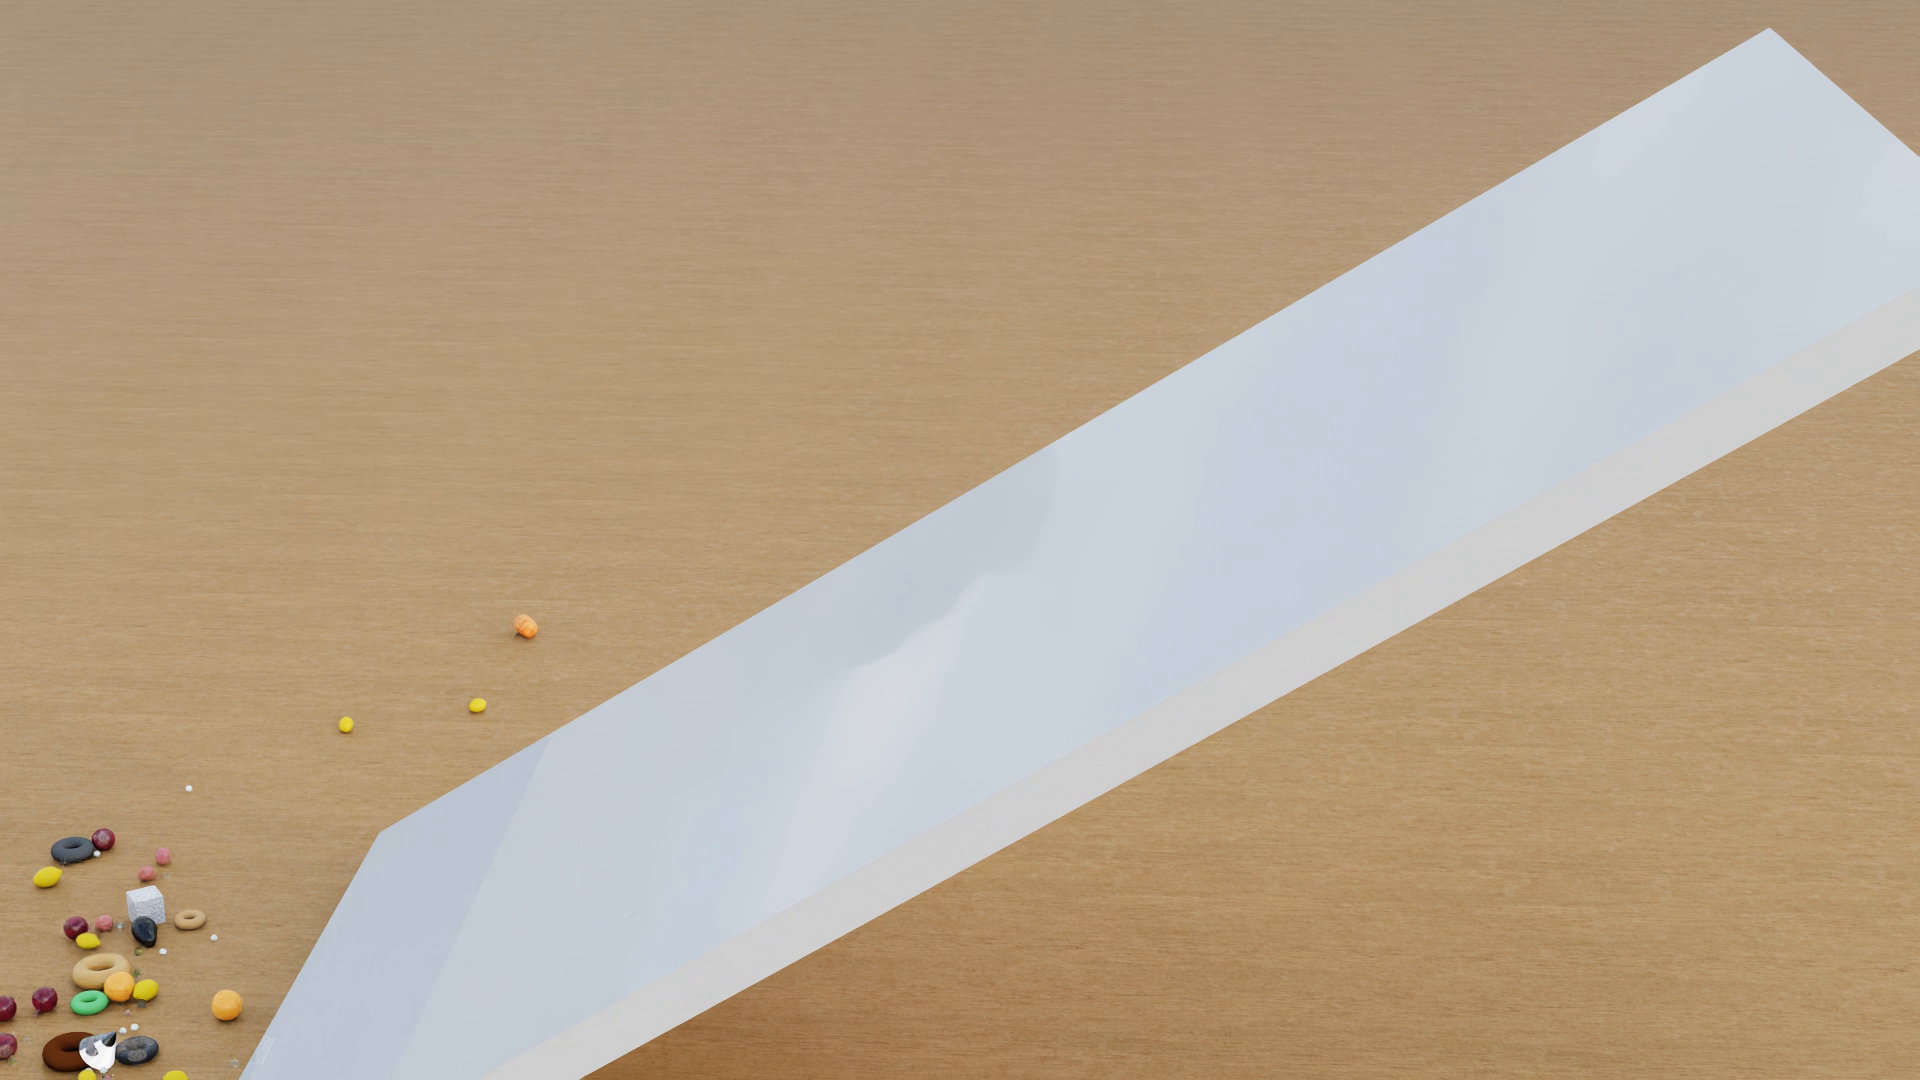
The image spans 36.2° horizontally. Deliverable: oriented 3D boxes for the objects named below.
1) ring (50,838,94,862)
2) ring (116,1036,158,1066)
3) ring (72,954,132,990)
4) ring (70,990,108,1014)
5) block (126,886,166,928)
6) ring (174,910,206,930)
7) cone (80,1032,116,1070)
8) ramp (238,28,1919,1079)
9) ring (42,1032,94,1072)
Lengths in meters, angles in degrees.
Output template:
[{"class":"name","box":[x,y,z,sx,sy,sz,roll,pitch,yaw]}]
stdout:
[{"class":"ring","box":[-2.332,0.814,7.729,0.110,0.037,0.110,1,20,0]},{"class":"ring","box":[-1.887,1.170,6.740,0.100,0.033,0.100,-1,21,0]},{"class":"ring","box":[-2.066,1.040,7.082,0.142,0.047,0.142,1,18,0]},{"class":"ring","box":[-2.059,1.094,6.957,0.087,0.029,0.087,0,21,0]},{"class":"block","box":[-2.042,0.920,7.378,0.072,0.072,0.072,-12,23,-30]},{"class":"ring","box":[-1.927,0.951,7.363,0.078,0.026,0.078,0,21,0]},{"class":"cone","box":[-1.938,1.140,6.683,0.090,0.090,0.090,33,29,-22]},{"class":"ramp","box":[0.141,0.169,6.291,4.000,0.100,2.000,-30,15,13]},{"class":"ring","box":[-2.028,1.170,6.724,0.135,0.045,0.135,0,21,0]}]
